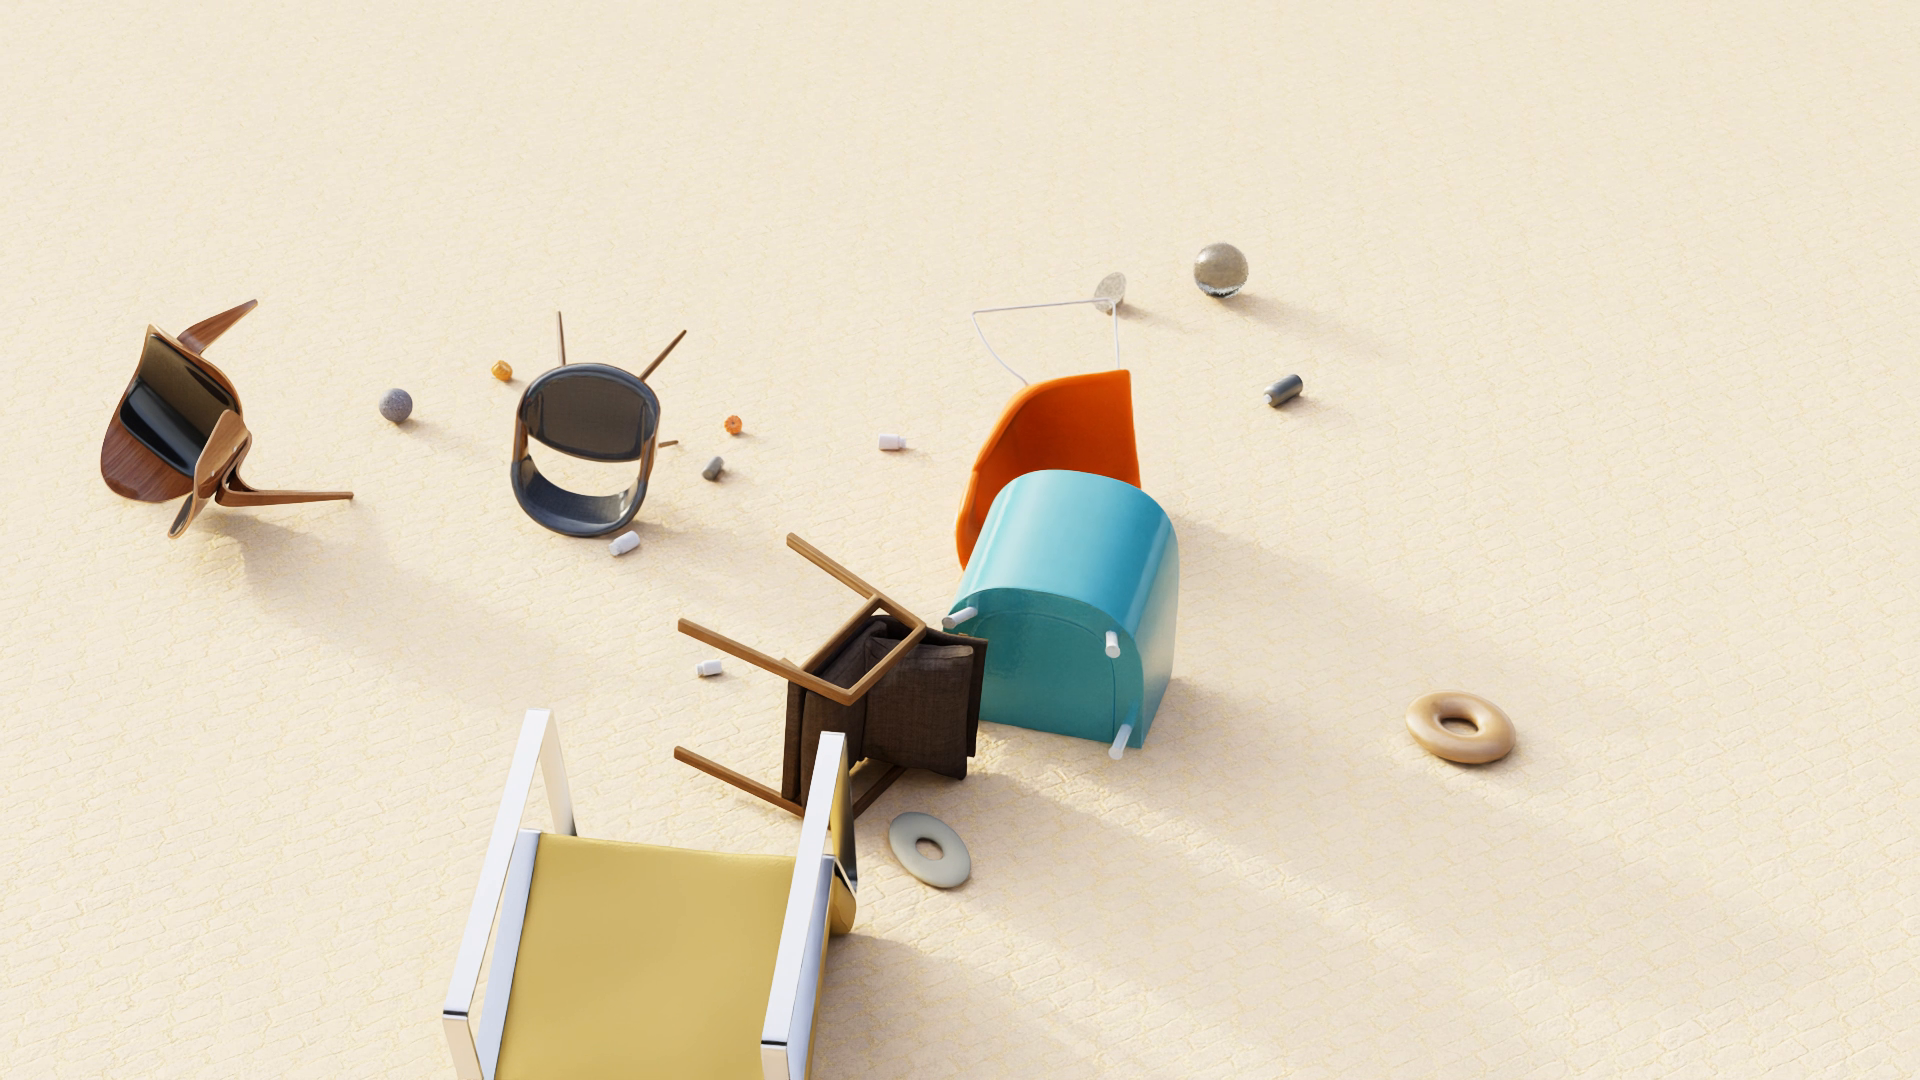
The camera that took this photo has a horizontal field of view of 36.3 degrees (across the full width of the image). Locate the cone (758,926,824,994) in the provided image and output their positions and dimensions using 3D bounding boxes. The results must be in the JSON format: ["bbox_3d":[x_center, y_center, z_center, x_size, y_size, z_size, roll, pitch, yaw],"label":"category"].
[{"bbox_3d":[-0.541,1.276,8.927,0.215,0.204,0.140,-4,0,43],"label":"cone"}]

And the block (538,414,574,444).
[{"bbox_3d":[-1.593,-0.435,11.560,0.109,0.049,0.119,-14,36,-21],"label":"block"}]

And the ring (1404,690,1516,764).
[{"bbox_3d":[1.692,0.629,9.922,0.349,0.075,0.407,-19,37,-27],"label":"ring"}]

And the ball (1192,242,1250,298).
[{"bbox_3d":[1.108,-1.145,12.465,0.240,0.240,0.240,0,33,0],"label":"ball"}]

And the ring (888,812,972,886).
[{"bbox_3d":[-0.098,0.991,9.397,0.225,0.050,0.393,-15,37,-22],"label":"ring"}]

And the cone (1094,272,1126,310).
[{"bbox_3d":[0.665,-1.032,12.451,0.181,0.094,0.188,-16,53,40],"label":"cone"}]

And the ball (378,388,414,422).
[{"bbox_3d":[-2.239,-0.535,11.633,0.136,0.136,0.136,0,33,0],"label":"ball"}]
